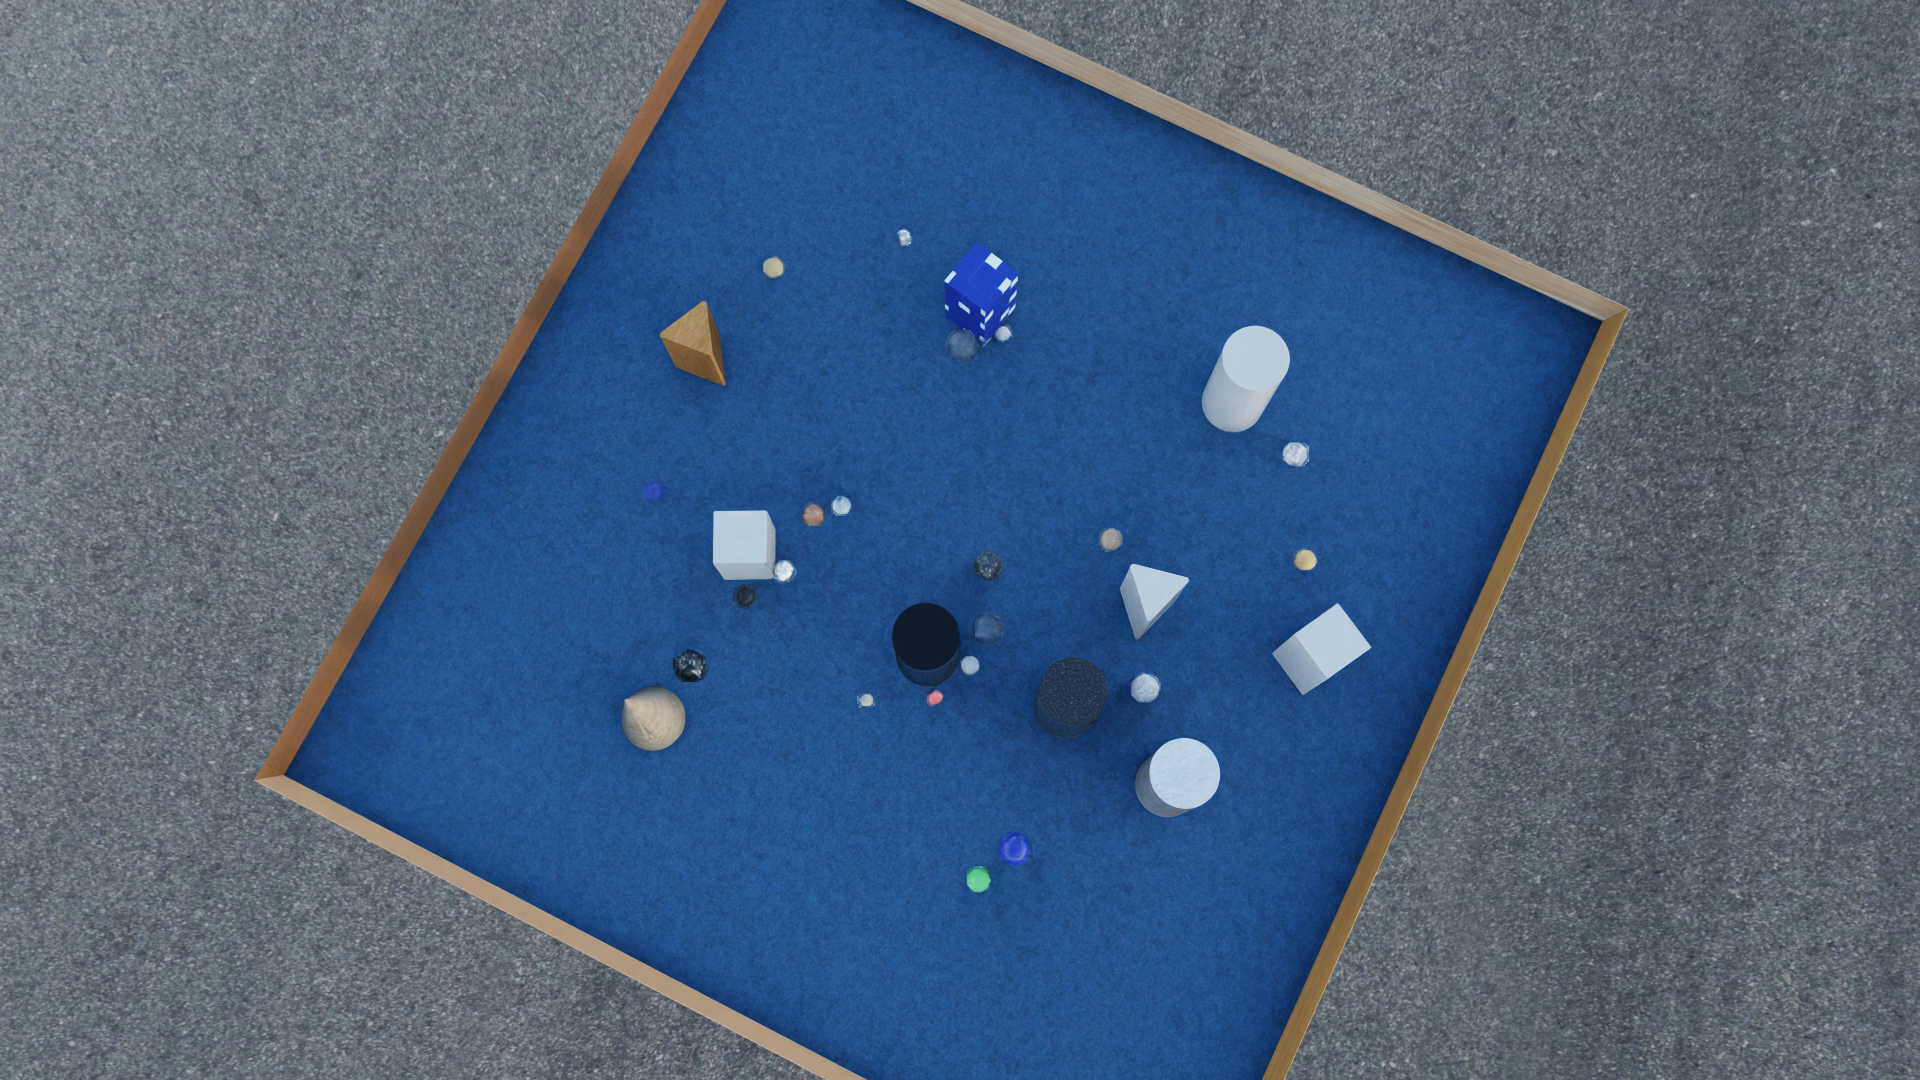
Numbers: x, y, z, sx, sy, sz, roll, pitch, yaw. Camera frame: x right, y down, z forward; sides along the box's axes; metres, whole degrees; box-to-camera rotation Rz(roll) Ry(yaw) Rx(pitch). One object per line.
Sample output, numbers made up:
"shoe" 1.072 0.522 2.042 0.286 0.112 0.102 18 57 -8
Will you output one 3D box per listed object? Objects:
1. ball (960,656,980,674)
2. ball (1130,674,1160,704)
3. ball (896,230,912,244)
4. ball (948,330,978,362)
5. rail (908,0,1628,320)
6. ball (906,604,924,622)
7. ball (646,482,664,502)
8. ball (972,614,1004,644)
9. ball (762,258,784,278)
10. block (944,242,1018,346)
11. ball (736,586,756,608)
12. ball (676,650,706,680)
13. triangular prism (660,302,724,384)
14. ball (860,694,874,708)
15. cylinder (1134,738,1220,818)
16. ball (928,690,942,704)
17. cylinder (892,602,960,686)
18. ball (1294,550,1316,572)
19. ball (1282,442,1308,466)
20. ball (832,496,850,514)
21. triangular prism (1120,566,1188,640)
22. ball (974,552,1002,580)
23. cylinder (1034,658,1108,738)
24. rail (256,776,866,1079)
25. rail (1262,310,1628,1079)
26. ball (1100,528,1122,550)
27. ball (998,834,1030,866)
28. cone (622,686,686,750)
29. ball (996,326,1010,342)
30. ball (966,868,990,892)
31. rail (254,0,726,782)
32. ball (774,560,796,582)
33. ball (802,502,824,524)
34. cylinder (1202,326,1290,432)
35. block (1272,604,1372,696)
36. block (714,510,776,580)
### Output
"ball" 0.031 0.375 5.510 0.057 0.057 0.057 0 78 0
"ball" 0.553 0.445 5.481 0.085 0.085 0.085 0 78 0
"ball" -0.176 -0.959 5.791 0.046 0.046 0.046 0 78 0
"ball" 0.009 -0.601 5.691 0.097 0.097 0.097 0 78 0
"rail" 0.690 -1.345 5.829 3.036 0.126 0.045 26 80 5
"ball" -0.137 0.223 5.543 0.053 0.053 0.053 0 78 0
"ball" -0.937 -0.146 5.618 0.057 0.057 0.057 0 78 0
"ball" 0.083 0.267 5.513 0.095 0.095 0.095 0 78 0
"ball" -0.587 -0.855 5.761 0.065 0.065 0.065 0 78 0
"block" 0.063 -0.747 5.600 0.155 0.334 0.155 38 81 7
"ball" -0.649 0.173 5.549 0.062 0.062 0.062 0 78 0
"ball" -0.806 0.375 5.491 0.093 0.093 0.093 0 78 0
"triangular prism" -0.785 -0.612 5.583 0.168 0.313 0.146 21 79 4
"ball" -0.280 0.481 5.496 0.041 0.041 0.041 0 78 0
"cylinder" 0.618 0.686 5.253 0.194 0.433 0.194 0 78 0
"ball" -0.072 0.473 5.497 0.042 0.042 0.042 0 78 0
"cylinder" -0.097 0.310 5.366 0.194 0.366 0.194 0 78 0
"ball" 1.051 0.062 5.571 0.065 0.065 0.065 0 78 0
"ball" 1.030 -0.263 5.632 0.076 0.076 0.076 0 78 0
"ball" -0.362 -0.106 5.610 0.056 0.056 0.056 0 78 0
"triangular prism" 0.542 0.157 5.402 0.146 0.357 0.168 44 82 8
"ball" 0.084 0.081 5.557 0.084 0.084 0.084 0 78 0
"cylinder" 0.319 0.463 5.330 0.194 0.374 0.194 0 78 0
"rail" -0.690 1.358 5.270 3.036 0.126 0.045 26 80 5
"rail" 1.336 0.661 5.414 0.045 0.126 3.133 26 80 5
"ball" 0.463 0.000 5.582 0.067 0.067 0.067 0 78 0
"ball" 0.161 0.911 5.380 0.094 0.094 0.094 0 78 0
"cone" -0.922 0.487 5.269 0.194 0.484 0.194 0 78 0
"ball" 0.133 -0.644 5.725 0.048 0.048 0.048 0 78 0
"ball" 0.054 0.998 5.374 0.070 0.070 0.070 0 78 0
"rail" -1.336 -0.648 5.685 0.045 0.126 3.133 26 80 5
"ball" -0.530 0.094 5.556 0.068 0.068 0.068 0 78 0
"ball" -0.450 -0.081 5.599 0.067 0.067 0.067 0 78 0
"cylinder" 0.849 -0.476 5.482 0.194 0.456 0.194 0 78 0
"block" 1.051 0.323 5.355 0.155 0.382 0.155 -34 80 -7
"block" -0.642 0.018 5.479 0.155 0.263 0.155 -1 78 0
